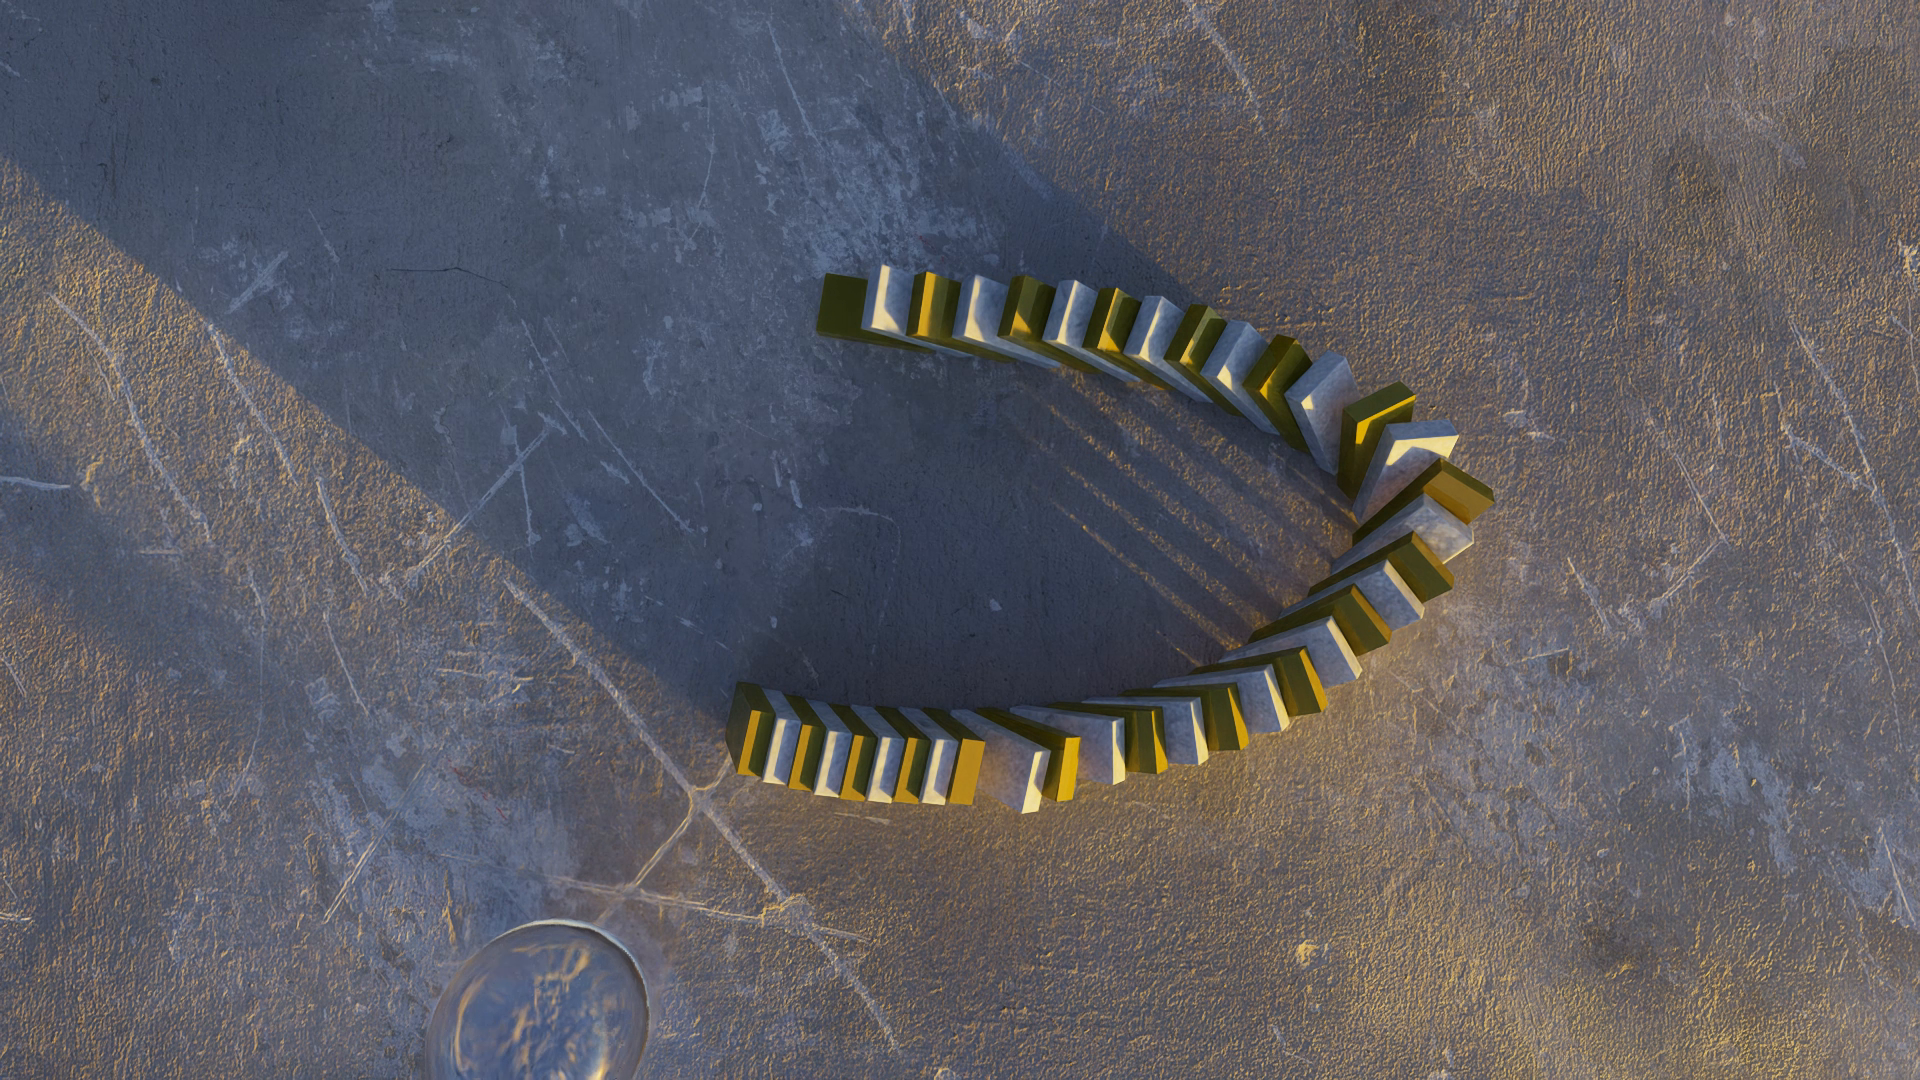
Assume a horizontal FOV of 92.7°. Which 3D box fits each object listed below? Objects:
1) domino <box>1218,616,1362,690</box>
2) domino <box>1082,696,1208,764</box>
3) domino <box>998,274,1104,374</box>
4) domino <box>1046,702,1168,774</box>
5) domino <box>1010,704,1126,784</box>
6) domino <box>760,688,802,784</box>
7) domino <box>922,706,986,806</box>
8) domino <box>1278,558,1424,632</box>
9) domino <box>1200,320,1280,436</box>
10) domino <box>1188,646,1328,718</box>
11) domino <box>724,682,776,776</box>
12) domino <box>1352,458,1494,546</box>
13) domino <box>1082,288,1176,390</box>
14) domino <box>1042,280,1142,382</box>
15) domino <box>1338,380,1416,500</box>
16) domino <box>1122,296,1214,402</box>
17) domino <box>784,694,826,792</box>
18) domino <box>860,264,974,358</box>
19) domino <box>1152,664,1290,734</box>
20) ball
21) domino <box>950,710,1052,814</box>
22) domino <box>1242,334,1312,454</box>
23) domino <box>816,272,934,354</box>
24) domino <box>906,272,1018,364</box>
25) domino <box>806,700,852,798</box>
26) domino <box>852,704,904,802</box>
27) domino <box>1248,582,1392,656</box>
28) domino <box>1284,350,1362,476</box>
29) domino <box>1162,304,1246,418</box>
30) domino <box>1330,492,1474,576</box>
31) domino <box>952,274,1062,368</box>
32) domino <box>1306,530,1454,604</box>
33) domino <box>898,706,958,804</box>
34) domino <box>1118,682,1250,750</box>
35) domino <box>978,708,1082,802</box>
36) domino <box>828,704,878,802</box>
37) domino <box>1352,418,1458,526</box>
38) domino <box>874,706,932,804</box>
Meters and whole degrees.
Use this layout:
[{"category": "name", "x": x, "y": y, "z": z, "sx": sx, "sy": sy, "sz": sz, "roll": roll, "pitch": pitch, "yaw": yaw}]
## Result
[{"category": "domino", "x": 0.136, "y": 0.052, "z": 0.380, "sx": 0.050, "sy": 0.010, "sz": 0.025, "roll": -29, "pitch": 90, "yaw": 39}, {"category": "domino", "x": 0.076, "y": 0.079, "z": 0.381, "sx": 0.050, "sy": 0.010, "sz": 0.025, "roll": -8, "pitch": 90, "yaw": 38}, {"category": "domino", "x": 0.041, "y": -0.089, "z": 0.383, "sx": 0.050, "sy": 0.009, "sz": 0.025, "roll": 14, "pitch": 90, "yaw": -32}, {"category": "domino", "x": 0.060, "y": 0.082, "z": 0.381, "sx": 0.050, "sy": 0.009, "sz": 0.025, "roll": -5, "pitch": 90, "yaw": 38}, {"category": "domino", "x": 0.044, "y": 0.084, "z": 0.381, "sx": 0.050, "sy": 0.010, "sz": 0.025, "roll": -1, "pitch": 90, "yaw": 39}, {"category": "domino", "x": -0.077, "y": 0.079, "z": 0.375, "sx": 0.010, "sy": 0.050, "sz": 0.025, "roll": 13, "pitch": 90, "yaw": -20}, {"category": "domino", "x": -0.006, "y": 0.087, "z": 0.375, "sx": 0.009, "sy": 0.050, "sz": 0.025, "roll": 12, "pitch": 90, "yaw": -20}, {"category": "domino", "x": 0.161, "y": 0.031, "z": 0.380, "sx": 0.025, "sy": 0.009, "sz": 0.050, "roll": 52, "pitch": 131, "yaw": -1}, {"category": "domino", "x": 0.123, "y": -0.067, "z": 0.381, "sx": 0.050, "sy": 0.010, "sz": 0.025, "roll": 30, "pitch": 90, "yaw": -37}, {"category": "domino", "x": 0.123, "y": 0.062, "z": 0.380, "sx": 0.050, "sy": 0.010, "sz": 0.025, "roll": -20, "pitch": 91, "yaw": 39}, {"category": "domino", "x": -0.086, "y": 0.076, "z": 0.375, "sx": 0.009, "sy": 0.050, "sz": 0.025, "roll": 13, "pitch": 90, "yaw": -20}, {"category": "domino", "x": 0.190, "y": -0.008, "z": 0.379, "sx": 0.025, "sy": 0.010, "sz": 0.050, "roll": 30, "pitch": 133, "yaw": -4}, {"category": "domino", "x": 0.075, "y": -0.083, "z": 0.382, "sx": 0.050, "sy": 0.010, "sz": 0.025, "roll": 17, "pitch": 90, "yaw": -36}, {"category": "domino", "x": 0.059, "y": -0.086, "z": 0.382, "sx": 0.050, "sy": 0.010, "sz": 0.025, "roll": 17, "pitch": 90, "yaw": -36}, {"category": "domino", "x": 0.171, "y": -0.040, "z": 0.378, "sx": 0.025, "sy": 0.050, "sz": 0.010, "roll": -26, "pitch": 51, "yaw": 0}, {"category": "domino", "x": 0.091, "y": -0.079, "z": 0.381, "sx": 0.050, "sy": 0.009, "sz": 0.025, "roll": 21, "pitch": 90, "yaw": -37}, {"category": "domino", "x": -0.067, "y": 0.082, "z": 0.375, "sx": 0.010, "sy": 0.050, "sz": 0.025, "roll": 13, "pitch": 90, "yaw": -20}, {"category": "domino", "x": -0.015, "y": -0.094, "z": 0.381, "sx": 0.050, "sy": 0.009, "sz": 0.025, "roll": 9, "pitch": 90, "yaw": -34}, {"category": "domino", "x": 0.108, "y": 0.068, "z": 0.381, "sx": 0.050, "sy": 0.010, "sz": 0.025, "roll": -17, "pitch": 90, "yaw": 39}, {"category": "ball", "x": -0.164, "y": 0.192, "z": 0.360, "sx": 0.080, "sy": 0.080, "sz": 0.080, "roll": 0, "pitch": 90, "yaw": 0}, {"category": "domino", "x": 0.014, "y": 0.090, "z": 0.378, "sx": 0.009, "sy": 0.050, "sz": 0.025, "roll": 7, "pitch": 96, "yaw": -43}, {"category": "domino", "x": 0.138, "y": -0.060, "z": 0.380, "sx": 0.050, "sy": 0.010, "sz": 0.025, "roll": 35, "pitch": 90, "yaw": -40}, {"category": "domino", "x": -0.035, "y": -0.097, "z": 0.395, "sx": 0.050, "sy": 0.010, "sz": 0.025, "roll": 10, "pitch": 90, "yaw": 0}, {"category": "domino", "x": 0.003, "y": -0.092, "z": 0.382, "sx": 0.050, "sy": 0.010, "sz": 0.025, "roll": 8, "pitch": 91, "yaw": -34}, {"category": "domino", "x": -0.057, "y": 0.084, "z": 0.375, "sx": 0.009, "sy": 0.050, "sz": 0.025, "roll": 13, "pitch": 90, "yaw": -20}, {"category": "domino", "x": -0.037, "y": 0.086, "z": 0.375, "sx": 0.009, "sy": 0.050, "sz": 0.025, "roll": 13, "pitch": 90, "yaw": -20}, {"category": "domino", "x": 0.148, "y": 0.040, "z": 0.380, "sx": 0.050, "sy": 0.010, "sz": 0.025, "roll": -37, "pitch": 90, "yaw": 40}, {"category": "domino", "x": 0.154, "y": -0.052, "z": 0.380, "sx": 0.025, "sy": 0.009, "sz": 0.050, "roll": -45, "pitch": 131, "yaw": 0}, {"category": "domino", "x": 0.108, "y": -0.074, "z": 0.381, "sx": 0.050, "sy": 0.010, "sz": 0.025, "roll": 27, "pitch": 90, "yaw": -37}, {"category": "domino", "x": 0.182, "y": 0.006, "z": 0.379, "sx": 0.025, "sy": 0.009, "sz": 0.050, "roll": 37, "pitch": 132, "yaw": -2}, {"category": "domino", "x": 0.022, "y": -0.090, "z": 0.383, "sx": 0.050, "sy": 0.010, "sz": 0.025, "roll": 11, "pitch": 90, "yaw": -32}, {"category": "domino", "x": 0.173, "y": 0.020, "z": 0.380, "sx": 0.025, "sy": 0.010, "sz": 0.050, "roll": 48, "pitch": 131, "yaw": -2}, {"category": "domino", "x": -0.016, "y": 0.087, "z": 0.375, "sx": 0.010, "sy": 0.050, "sz": 0.025, "roll": 13, "pitch": 90, "yaw": -20}, {"category": "domino", "x": 0.092, "y": 0.074, "z": 0.381, "sx": 0.050, "sy": 0.010, "sz": 0.025, "roll": -12, "pitch": 90, "yaw": 38}, {"category": "domino", "x": 0.026, "y": 0.087, "z": 0.378, "sx": 0.010, "sy": 0.050, "sz": 0.025, "roll": 8, "pitch": 91, "yaw": -43}, {"category": "domino", "x": -0.047, "y": 0.086, "z": 0.375, "sx": 0.009, "sy": 0.050, "sz": 0.025, "roll": 13, "pitch": 90, "yaw": -20}, {"category": "domino", "x": 0.182, "y": -0.027, "z": 0.378, "sx": 0.025, "sy": 0.050, "sz": 0.009, "roll": -5, "pitch": 50, "yaw": 0}, {"category": "domino", "x": -0.026, "y": 0.087, "z": 0.375, "sx": 0.009, "sy": 0.050, "sz": 0.025, "roll": 13, "pitch": 90, "yaw": -20}]
